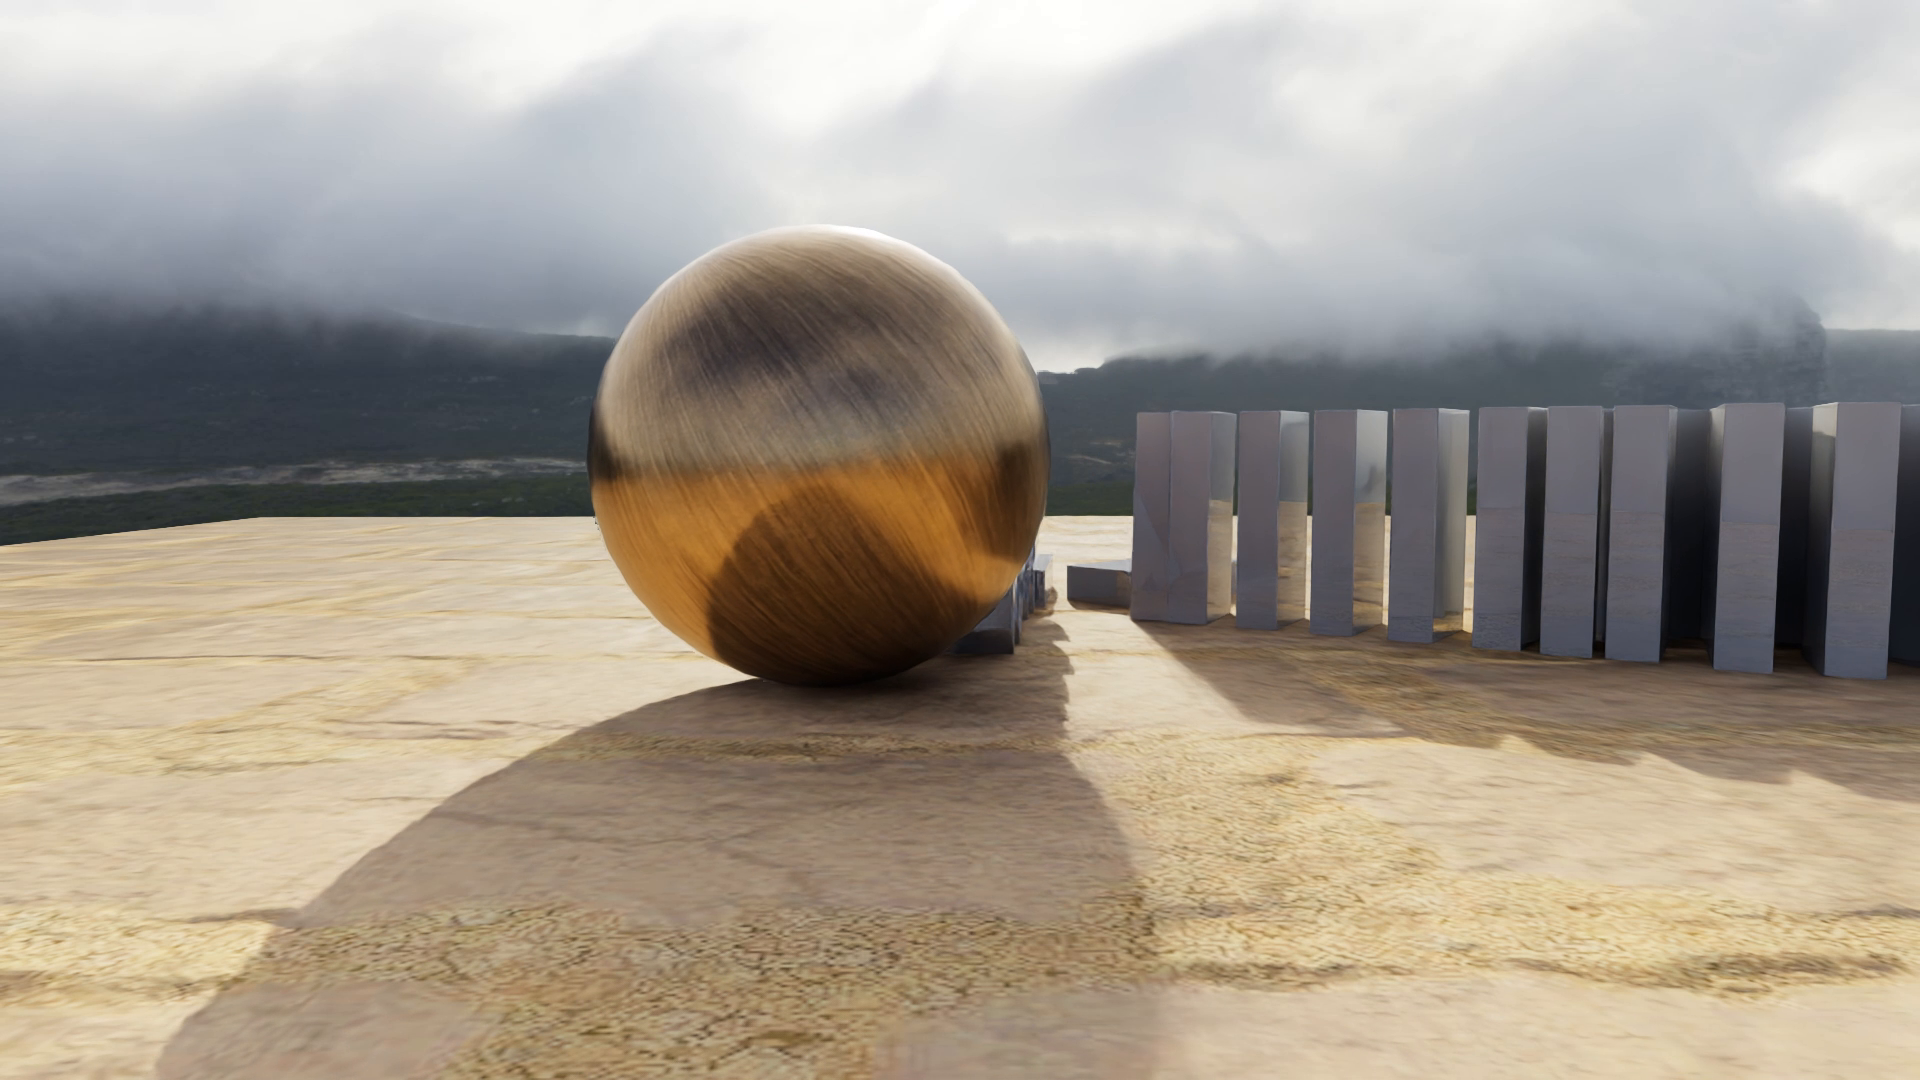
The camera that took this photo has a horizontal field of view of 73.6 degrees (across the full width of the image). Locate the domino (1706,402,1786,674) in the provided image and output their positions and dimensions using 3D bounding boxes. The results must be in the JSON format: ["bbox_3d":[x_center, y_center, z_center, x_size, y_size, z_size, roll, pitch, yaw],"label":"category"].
[{"bbox_3d":[0.152,-0.001,0.249,0.009,0.050,0.025,2,5,28],"label":"domino"}]

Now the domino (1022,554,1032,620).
[{"bbox_3d":[0.005,-0.003,0.322,0.025,0.050,0.009,0,-38,6],"label":"domino"}]

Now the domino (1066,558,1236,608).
[{"bbox_3d":[0.056,0.011,0.358,0.050,0.010,0.025,-4,6,-45],"label":"domino"}]

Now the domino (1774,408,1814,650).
[{"bbox_3d":[0.179,-0.002,0.267,0.009,0.050,0.025,-1,4,-10],"label":"domino"}]

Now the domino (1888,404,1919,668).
[{"bbox_3d":[0.187,-0.001,0.241,0.010,0.050,0.025,0,4,-2],"label":"domino"}]

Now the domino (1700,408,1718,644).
[{"bbox_3d":[0.164,-0.003,0.271,0.010,0.050,0.025,2,5,24],"label":"domino"}]

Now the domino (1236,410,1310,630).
[{"bbox_3d":[0.074,-0.005,0.304,0.009,0.050,0.025,2,5,30],"label":"domino"}]

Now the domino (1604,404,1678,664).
[{"bbox_3d":[0.138,-0.002,0.260,0.009,0.050,0.025,3,5,32],"label":"domino"}]

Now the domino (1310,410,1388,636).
[{"bbox_3d":[0.089,-0.005,0.294,0.010,0.050,0.025,3,5,33],"label":"domino"}]

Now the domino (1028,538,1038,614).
[{"bbox_3d":[0.008,-0.001,0.339,0.025,0.010,0.050,0,38,6],"label":"domino"}]

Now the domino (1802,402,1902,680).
[{"bbox_3d":[0.168,-0.001,0.243,0.009,0.050,0.025,2,5,25],"label":"domino"}]

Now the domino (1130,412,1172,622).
[{"bbox_3d":[0.051,-0.006,0.319,0.009,0.050,0.025,3,5,23],"label":"domino"}]

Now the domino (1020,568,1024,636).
[{"bbox_3d":[0.002,-0.002,0.297,0.025,0.050,0.009,0,-37,6],"label":"domino"}]

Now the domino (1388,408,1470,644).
[{"bbox_3d":[0.104,-0.004,0.284,0.009,0.050,0.025,3,5,35],"label":"domino"}]

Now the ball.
[{"bbox_3d":[-0.024,-0.014,0.225,0.080,0.080,0.080,0,4,0],"label":"ball"}]

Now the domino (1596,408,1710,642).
[{"bbox_3d":[0.149,-0.004,0.281,0.025,0.050,0.009,-1,4,-17],"label":"domino"}]

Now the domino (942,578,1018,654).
[{"bbox_3d":[0.000,0.000,0.272,0.025,0.050,0.009,0,-37,6],"label":"domino"}]

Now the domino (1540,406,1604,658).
[{"bbox_3d":[0.127,-0.002,0.266,0.009,0.050,0.025,2,5,28],"label":"domino"}]

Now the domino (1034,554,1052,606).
[{"bbox_3d":[0.013,0.011,0.361,0.025,0.010,0.050,0,4,6],"label":"domino"}]

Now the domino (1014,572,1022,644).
[{"bbox_3d":[0.001,-0.001,0.284,0.025,0.050,0.010,0,-37,6],"label":"domino"}]

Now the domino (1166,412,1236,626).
[{"bbox_3d":[0.059,-0.006,0.312,0.009,0.050,0.025,3,5,24],"label":"domino"}]

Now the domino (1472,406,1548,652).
[{"bbox_3d":[0.118,-0.003,0.274,0.009,0.050,0.025,3,5,36],"label":"domino"}]
